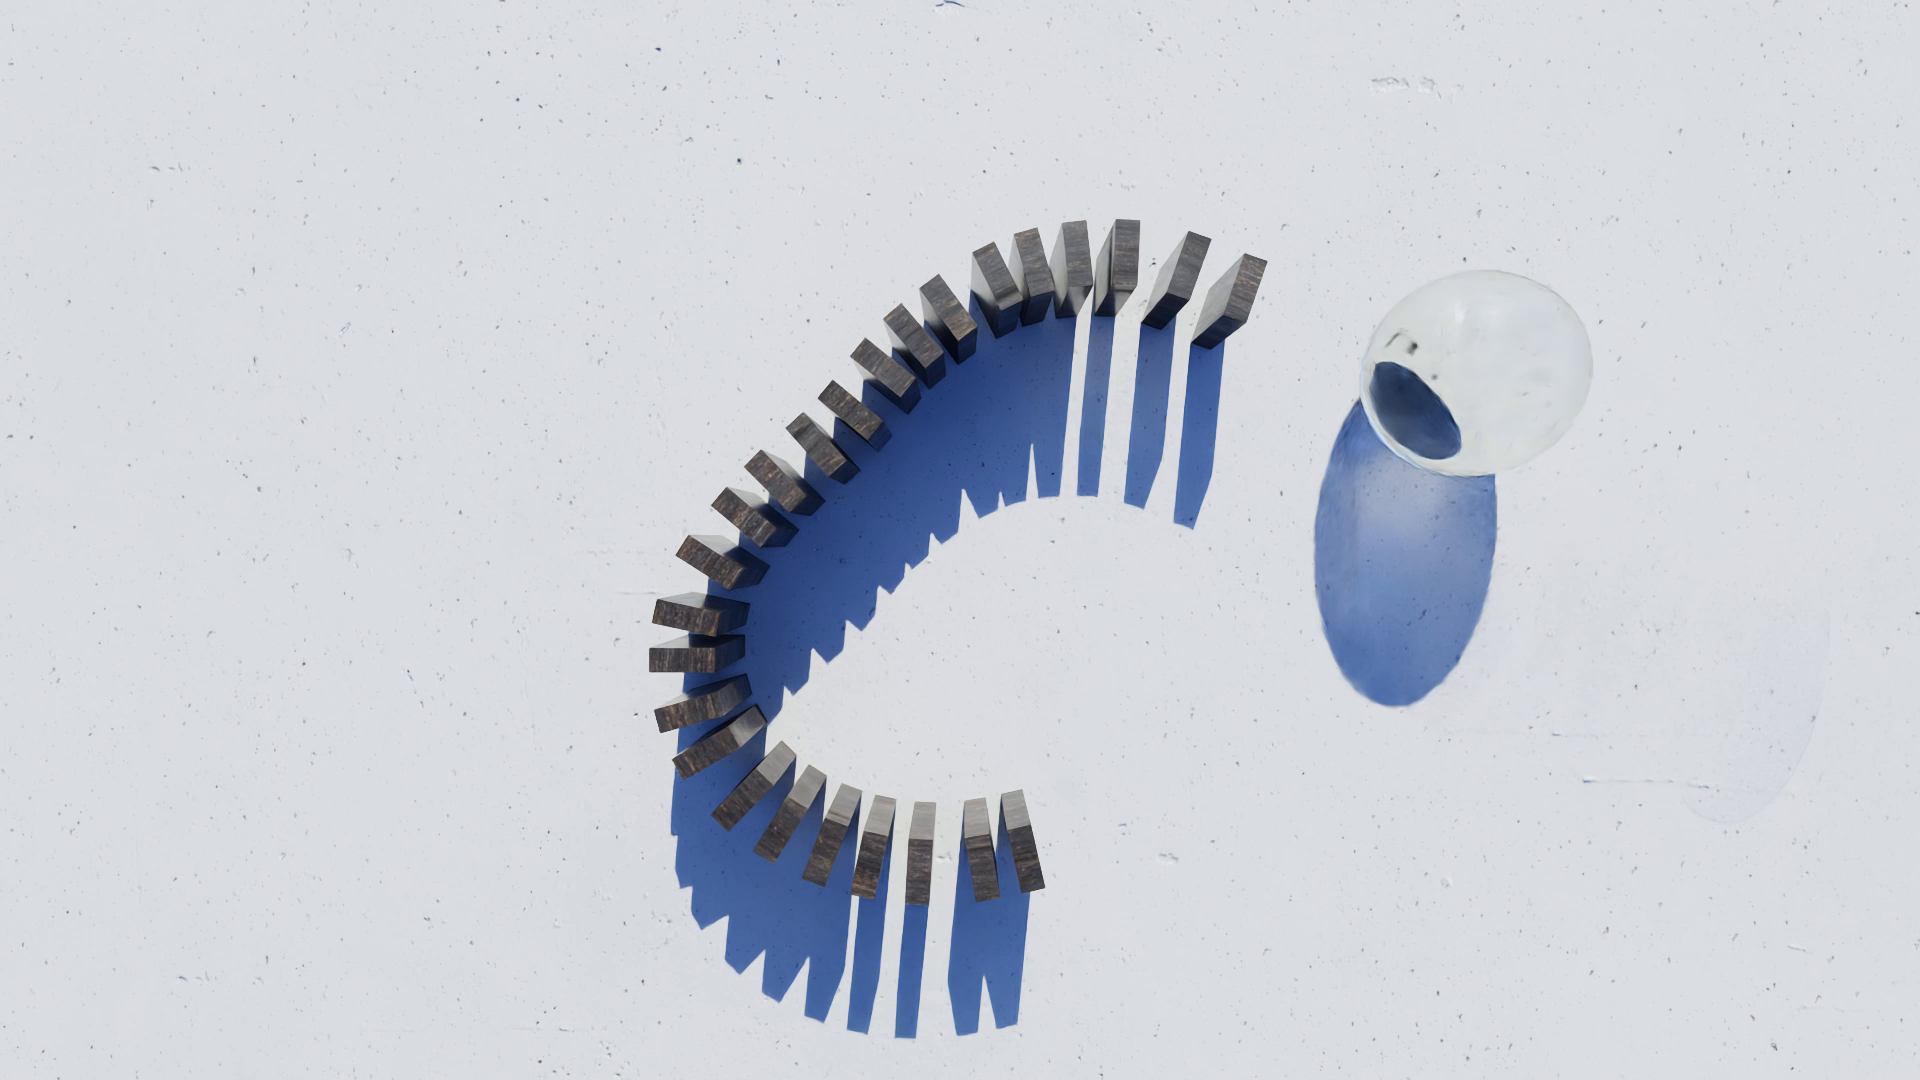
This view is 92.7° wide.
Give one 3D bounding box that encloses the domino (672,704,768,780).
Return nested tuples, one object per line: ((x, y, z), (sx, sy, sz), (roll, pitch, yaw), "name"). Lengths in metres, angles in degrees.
((-0.097, 0.082, 0.375), (0.025, 0.050, 0.009), (-30, 90, 0), "domino")

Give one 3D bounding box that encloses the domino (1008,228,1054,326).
((0.028, -0.106, 0.375), (0.010, 0.050, 0.025), (-16, 90, 0), "domino")

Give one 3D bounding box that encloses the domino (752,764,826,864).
((-0.069, 0.111, 0.375), (0.010, 0.050, 0.025), (32, 90, 0), "domino")

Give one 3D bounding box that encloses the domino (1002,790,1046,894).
((0.025, 0.122, 0.375), (0.010, 0.050, 0.025), (-13, 90, 0), "domino")

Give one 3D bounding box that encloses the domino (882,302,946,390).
((-0.018, -0.078, 0.375), (0.009, 0.050, 0.025), (-41, 90, 0), "domino")

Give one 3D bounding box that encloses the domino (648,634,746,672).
((-0.106, 0.046, 0.375), (0.025, 0.050, 0.009), (0, 90, 0), "domino")

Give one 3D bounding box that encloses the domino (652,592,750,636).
((-0.105, 0.030, 0.375), (0.025, 0.050, 0.010), (12, 90, 0), "domino")

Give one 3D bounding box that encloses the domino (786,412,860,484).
((-0.055, -0.037, 0.375), (0.010, 0.050, 0.025), (-42, 90, 0), "domino")

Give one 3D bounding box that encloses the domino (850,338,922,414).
((-0.029, -0.066, 0.375), (0.025, 0.050, 0.010), (39, 90, 0), "domino")

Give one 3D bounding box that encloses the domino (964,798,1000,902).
((0.009, 0.125, 0.375), (0.010, 0.050, 0.025), (-10, 90, 0), "domino")

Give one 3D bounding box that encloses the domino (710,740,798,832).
((-0.083, 0.099, 0.375), (0.010, 0.050, 0.025), (44, 90, 0), "domino")

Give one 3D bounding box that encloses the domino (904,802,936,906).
((-0.016, 0.127, 0.375), (0.009, 0.050, 0.025), (3, 90, 0), "domino")

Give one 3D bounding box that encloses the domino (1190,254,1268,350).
((0.109, -0.096, 0.375), (0.010, 0.050, 0.025), (19, 90, 0), "domino")

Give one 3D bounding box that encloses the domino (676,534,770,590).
((-0.096, 0.009, 0.375), (0.025, 0.050, 0.009), (32, 90, 0), "domino")

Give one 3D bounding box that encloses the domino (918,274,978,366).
((-0.004, -0.089, 0.375), (0.009, 0.050, 0.025), (-37, 90, 0), "domino")

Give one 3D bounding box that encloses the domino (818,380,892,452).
((-0.042, -0.050, 0.375), (0.025, 0.050, 0.010), (40, 90, 0), "domino")

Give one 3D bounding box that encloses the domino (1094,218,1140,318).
((0.064, -0.110, 0.375), (0.010, 0.050, 0.025), (3, 90, 0), "domino")

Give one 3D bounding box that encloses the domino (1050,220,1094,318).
((0.045, -0.109, 0.375), (0.009, 0.050, 0.025), (-6, 90, 0), "domino")

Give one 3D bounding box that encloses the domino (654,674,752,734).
((-0.104, 0.066, 0.375), (0.025, 0.050, 0.010), (-16, 90, 0), "domino")

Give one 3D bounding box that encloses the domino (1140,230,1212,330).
((0.088, -0.105, 0.375), (0.009, 0.050, 0.025), (20, 90, 0), "domino")

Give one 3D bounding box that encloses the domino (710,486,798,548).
((-0.083, -0.009, 0.375), (0.025, 0.050, 0.009), (40, 90, 0), "domino")

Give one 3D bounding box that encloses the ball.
((0.200, -0.065, 0.360), (0.080, 0.080, 0.080), (0, 90, 0), "ball")

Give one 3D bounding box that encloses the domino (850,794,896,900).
((-0.035, 0.124, 0.375), (0.009, 0.050, 0.025), (12, 90, 0), "domino")

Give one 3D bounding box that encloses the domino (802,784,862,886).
((-0.052, 0.119, 0.375), (0.010, 0.050, 0.025), (21, 90, 0), "domino")

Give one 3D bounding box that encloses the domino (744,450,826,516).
((-0.071, -0.023, 0.375), (0.010, 0.050, 0.025), (-45, 90, 0), "domino")

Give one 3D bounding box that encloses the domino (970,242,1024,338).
((0.014, -0.101, 0.375), (0.009, 0.050, 0.025), (-26, 90, 0), "domino")
